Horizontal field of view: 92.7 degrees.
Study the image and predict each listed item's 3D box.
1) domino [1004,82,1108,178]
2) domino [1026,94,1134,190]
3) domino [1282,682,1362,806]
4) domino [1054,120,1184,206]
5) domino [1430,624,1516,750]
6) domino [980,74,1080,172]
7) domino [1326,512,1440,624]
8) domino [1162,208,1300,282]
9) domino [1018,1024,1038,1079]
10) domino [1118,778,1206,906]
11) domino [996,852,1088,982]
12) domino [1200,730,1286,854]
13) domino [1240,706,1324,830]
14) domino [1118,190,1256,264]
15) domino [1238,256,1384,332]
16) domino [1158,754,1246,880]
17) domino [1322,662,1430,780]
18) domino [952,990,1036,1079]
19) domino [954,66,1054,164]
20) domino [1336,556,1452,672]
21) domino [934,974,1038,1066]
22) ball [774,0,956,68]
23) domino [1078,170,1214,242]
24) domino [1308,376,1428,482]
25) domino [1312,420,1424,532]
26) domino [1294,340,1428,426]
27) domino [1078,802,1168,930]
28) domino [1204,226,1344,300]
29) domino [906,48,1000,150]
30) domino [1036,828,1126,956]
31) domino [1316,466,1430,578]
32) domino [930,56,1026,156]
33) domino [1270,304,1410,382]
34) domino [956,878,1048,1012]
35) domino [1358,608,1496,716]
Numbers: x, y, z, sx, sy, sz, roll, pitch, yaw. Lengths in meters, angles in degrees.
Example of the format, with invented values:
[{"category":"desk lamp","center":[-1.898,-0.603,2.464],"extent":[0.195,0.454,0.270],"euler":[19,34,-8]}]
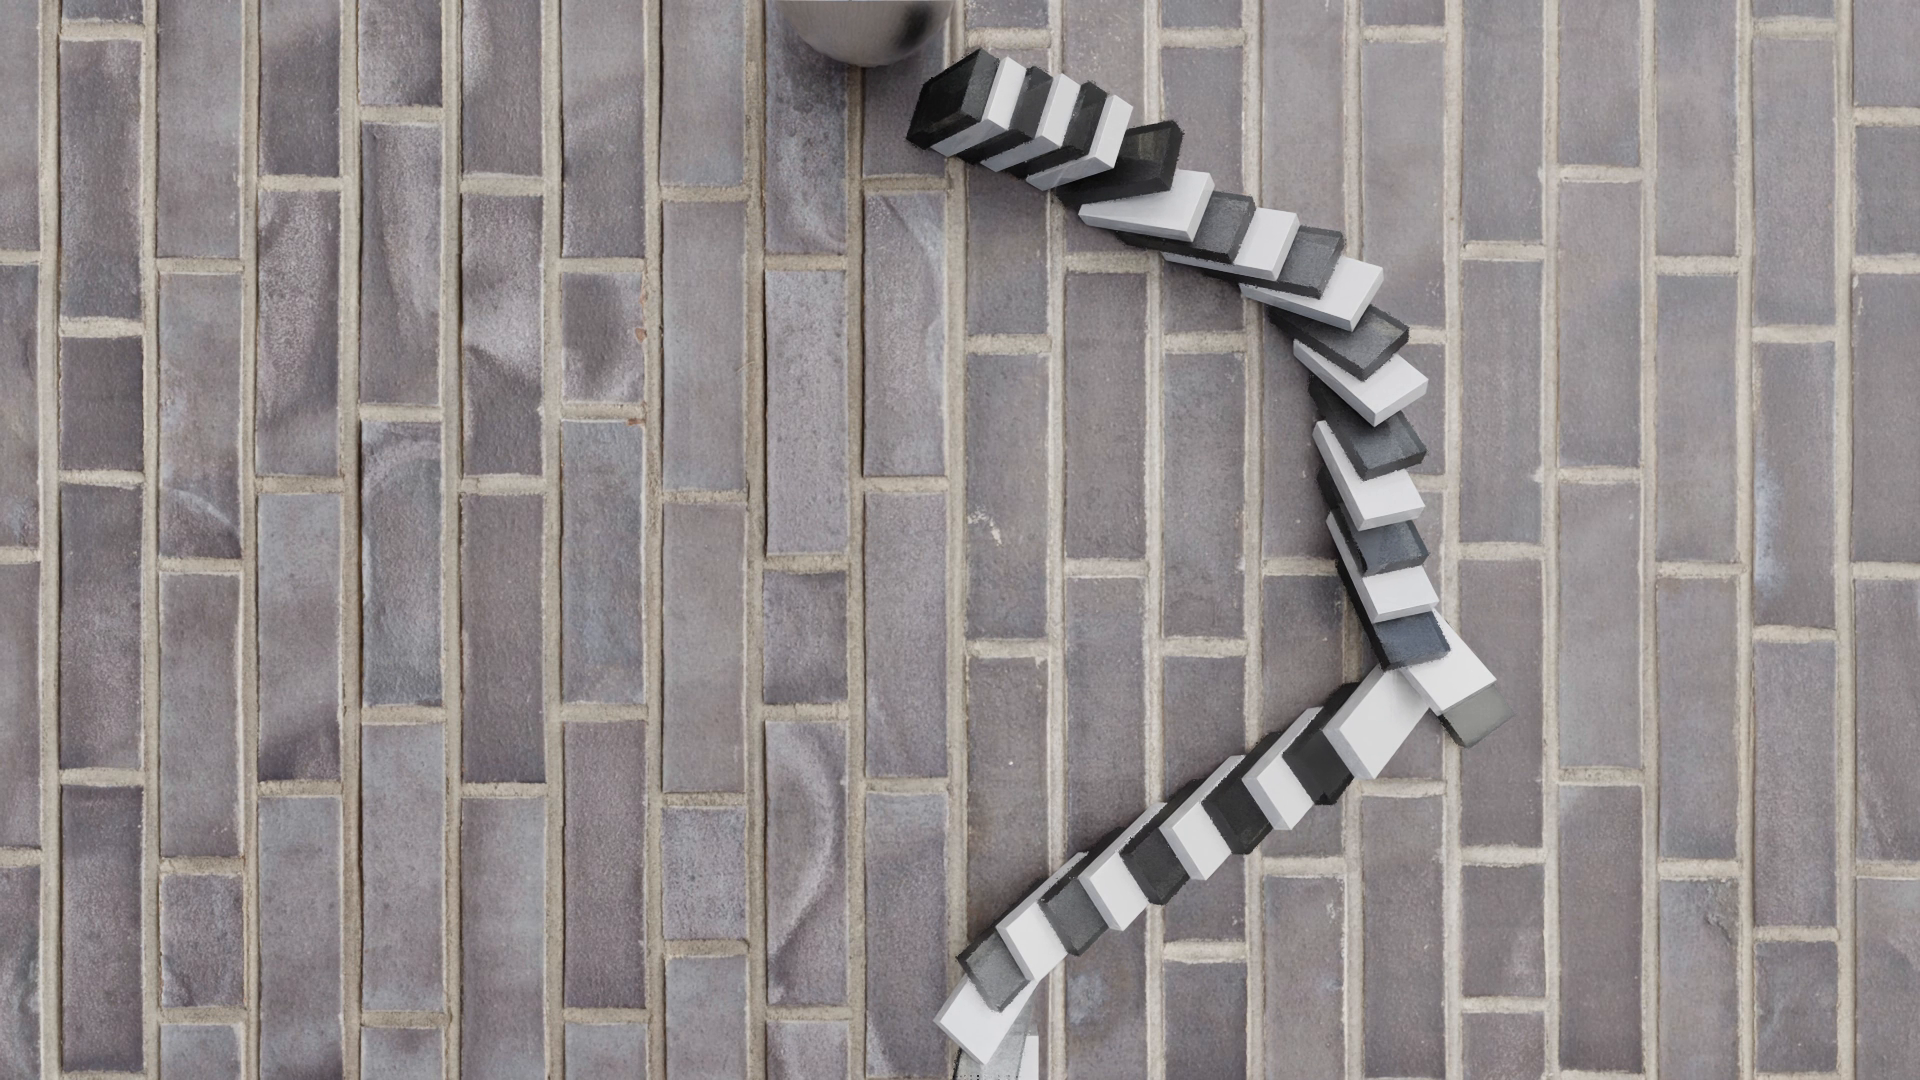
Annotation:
[{"category":"domino","center":[0.038,-0.167,0.376],"extent":[0.010,0.050,0.025],"euler":[18,90,-30]},{"category":"domino","center":[0.048,-0.162,0.376],"extent":[0.009,0.050,0.025],"euler":[18,90,-30]},{"category":"domino","center":[0.158,0.085,0.384],"extent":[0.050,0.009,0.025],"euler":[-36,91,-29]},{"category":"domino","center":[0.065,-0.155,0.379],"extent":[0.050,0.010,0.025],"euler":[8,81,41]},{"category":"domino","center":[0.212,0.062,0.395],"extent":[0.025,0.010,0.050],"euler":[-37,90,0]},{"category":"domino","center":[0.027,-0.170,0.376],"extent":[0.010,0.050,0.025],"euler":[18,90,-30]},{"category":"domino","center":[0.176,0.008,0.384],"extent":[0.025,0.009,0.050],"euler":[-12,60,0]},{"category":"domino","center":[0.112,-0.126,0.383],"extent":[0.050,0.009,0.025],"euler":[23,90,32]},{"category":"domino","center":[0.021,0.236,0.395],"extent":[0.025,0.010,0.050],"euler":[0,90,0]},{"category":"domino","center":[0.092,0.126,0.384],"extent":[0.050,0.009,0.025],"euler":[-33,90,-29]},{"category":"domino","center":[0.041,0.157,0.383],"extent":[0.050,0.010,0.025],"euler":[-30,89,-31]},{"category":"domino","center":[0.126,0.105,0.384],"extent":[0.050,0.010,0.025],"euler":[-33,90,-29]},{"category":"domino","center":[0.142,0.095,0.384],"extent":[0.050,0.010,0.025],"euler":[-34,90,-29]},{"category":"domino","center":[0.094,-0.133,0.383],"extent":[0.050,0.009,0.025],"euler":[23,90,31]},{"category":"domino","center":[0.146,-0.108,0.383],"extent":[0.050,0.010,0.025],"euler":[31,89,32]},{"category":"domino","center":[0.108,0.115,0.384],"extent":[0.050,0.010,0.025],"euler":[-33,90,-29]},{"category":"domino","center":[0.175,0.074,0.383],"extent":[0.050,0.010,0.025],"euler":[-36,92,-29]},{"category":"domino","center":[0.013,0.211,0.383],"extent":[0.025,0.009,0.050],"euler":[17,58,0]},{"category":"domino","center":[0.017,-0.173,0.376],"extent":[0.009,0.050,0.025],"euler":[18,90,-30]},{"category":"domino","center":[0.180,0.028,0.383],"extent":[0.025,0.009,0.050],"euler":[-13,60,1]},{"category":"domino","center":[0.014,0.187,0.382],"extent":[0.025,0.010,0.050],"euler":[43,58,2]},{"category":"ball","center":[-0.038,-0.231,0.360],"extent":[0.080,0.080,0.080],"euler":[0,90,0]},{"category":"domino","center":[0.077,-0.142,0.383],"extent":[0.050,0.010,0.025],"euler":[22,90,31]},{"category":"domino","center":[0.170,-0.051,0.384],"extent":[0.025,0.010,0.050],"euler":[-18,60,0]},{"category":"domino","center":[0.170,-0.030,0.383],"extent":[0.025,0.009,0.050],"euler":[-12,60,0]},{"category":"domino","center":[0.166,-0.072,0.382],"extent":[0.025,0.010,0.050],"euler":[-33,57,0]},{"category":"domino","center":[0.075,0.136,0.384],"extent":[0.050,0.010,0.025],"euler":[-33,90,-29]},{"category":"domino","center":[0.130,-0.119,0.383],"extent":[0.050,0.009,0.025],"euler":[23,88,31]},{"category":"domino","center":[-0.004,-0.180,0.376],"extent":[0.009,0.050,0.025],"euler":[18,90,-30]},{"category":"domino","center":[0.058,0.146,0.383],"extent":[0.050,0.010,0.025],"euler":[-31,89,-30]},{"category":"domino","center":[0.172,-0.011,0.383],"extent":[0.025,0.009,0.050],"euler":[-12,60,0]},{"category":"domino","center":[0.007,-0.176,0.376],"extent":[0.009,0.050,0.025],"euler":[18,90,-30]},{"category":"domino","center":[0.157,-0.090,0.382],"extent":[0.025,0.009,0.050],"euler":[-43,57,0]},{"category":"domino","center":[0.025,0.168,0.383],"extent":[0.050,0.009,0.025],"euler":[-32,88,-31]},{"category":"domino","center":[0.194,0.045,0.383],"extent":[0.025,0.010,0.050],"euler":[-30,60,0]}]
